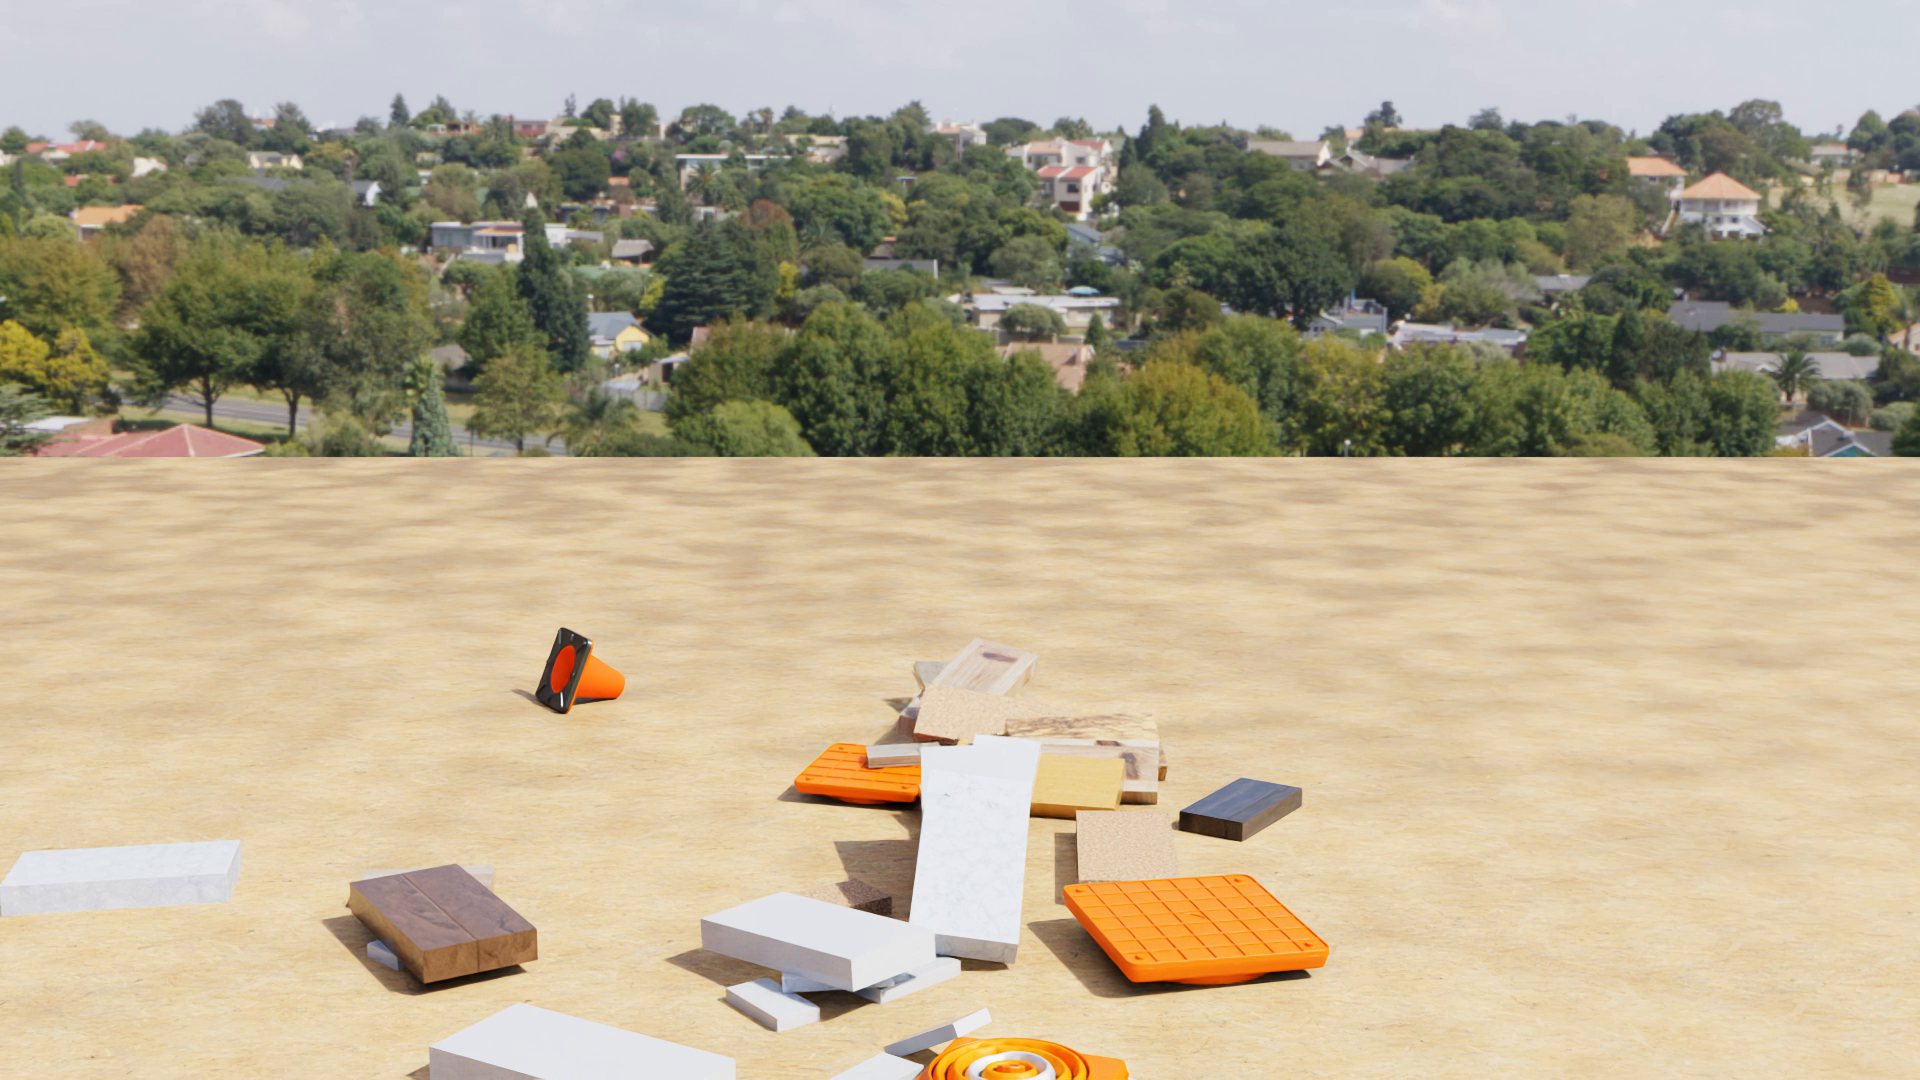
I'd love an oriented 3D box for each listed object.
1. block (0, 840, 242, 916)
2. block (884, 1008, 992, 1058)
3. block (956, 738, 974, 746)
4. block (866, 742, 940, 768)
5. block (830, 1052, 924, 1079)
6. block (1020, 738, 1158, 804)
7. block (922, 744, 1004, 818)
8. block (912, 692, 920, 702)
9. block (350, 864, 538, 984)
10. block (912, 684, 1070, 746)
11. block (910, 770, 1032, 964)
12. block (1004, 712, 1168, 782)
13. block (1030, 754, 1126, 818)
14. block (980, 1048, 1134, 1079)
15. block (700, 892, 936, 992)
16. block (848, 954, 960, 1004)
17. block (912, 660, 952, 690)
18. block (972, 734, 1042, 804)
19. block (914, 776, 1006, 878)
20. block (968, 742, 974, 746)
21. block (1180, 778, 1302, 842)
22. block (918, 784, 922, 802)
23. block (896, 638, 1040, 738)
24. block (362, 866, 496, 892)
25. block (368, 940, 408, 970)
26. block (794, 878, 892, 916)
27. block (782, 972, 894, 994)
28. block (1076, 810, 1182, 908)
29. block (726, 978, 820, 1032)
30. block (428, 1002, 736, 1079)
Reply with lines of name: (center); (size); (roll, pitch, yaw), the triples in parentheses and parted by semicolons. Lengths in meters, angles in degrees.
block: (-1.397, 0.563, 3.678); (0.353, 0.050, 0.176); (-2, 11, -11)
block: (-0.031, 0.672, 2.990); (0.142, 0.020, 0.071); (-29, -11, 40)
block: (0.017, 0.423, 4.097); (0.080, 0.023, 0.159); (10, 24, 13)
block: (-0.109, 0.417, 4.270); (0.144, 0.020, 0.072); (-3, 13, -6)
block: (-0.121, 0.720, 2.914); (0.071, 0.020, 0.142); (8, 13, 37)
block: (0.215, 0.440, 4.205); (0.328, 0.036, 0.127); (1, 43, 6)
block: (0.005, 0.431, 3.716); (0.140, 0.040, 0.279); (-1, 23, -1)
block: (-0.044, 0.376, 4.590); (0.094, 0.027, 0.188); (5, 22, -8)
block: (-0.804, 0.589, 3.410); (0.176, 0.050, 0.353); (-7, 12, -32)
block: (0.064, 0.376, 4.413); (0.297, 0.042, 0.148); (9, 38, 4)
block: (0.017, 0.507, 3.444); (0.167, 0.047, 0.334); (7, 41, 0)
block: (0.246, 0.412, 4.325); (0.297, 0.042, 0.148); (-2, 40, -10)
block: (0.175, 0.459, 4.116); (0.254, 0.036, 0.127); (3, 40, 14)
block: (0.180, 0.731, 2.788); (0.311, 0.044, 0.155); (10, 15, 43)
block: (-0.215, 0.595, 3.281); (0.334, 0.047, 0.167); (4, 11, 44)
block: (-0.085, 0.650, 3.285); (0.162, 0.023, 0.081); (-10, 14, -43)
block: (-0.037, 0.318, 4.808); (0.094, 0.027, 0.188); (-2, 23, -14)
block: (0.069, 0.444, 3.930); (0.121, 0.034, 0.242); (5, 35, 7)
block: (0.003, 0.505, 3.714); (0.140, 0.040, 0.279); (1, 35, 4)
block: (0.040, 0.464, 3.961); (0.121, 0.034, 0.242); (10, 36, 13)
block: (0.521, 0.497, 4.070); (0.127, 0.036, 0.254); (7, 13, 33)
block: (-0.023, 0.491, 3.998); (0.080, 0.023, 0.159); (-4, 25, -10)
block: (0.023, 0.323, 4.654); (0.149, 0.042, 0.461); (15, 22, 16)
block: (-0.885, 0.577, 3.656); (0.213, 0.030, 0.107); (-1, 11, -8)
block: (-0.827, 0.625, 3.415); (0.081, 0.023, 0.162); (9, 14, 41)
block: (-0.229, 0.596, 3.552); (0.213, 0.030, 0.107); (-7, 13, -35)
block: (-0.178, 0.636, 3.229); (0.162, 0.023, 0.081); (-3, 8, -1)
block: (0.285, 0.545, 3.780); (0.167, 0.047, 0.376); (0, 11, 2)
block: (-0.271, 0.671, 3.179); (0.071, 0.020, 0.142); (-8, 13, -36)
block: (-0.502, 0.704, 2.919); (0.375, 0.050, 0.176); (6, 12, 30)
